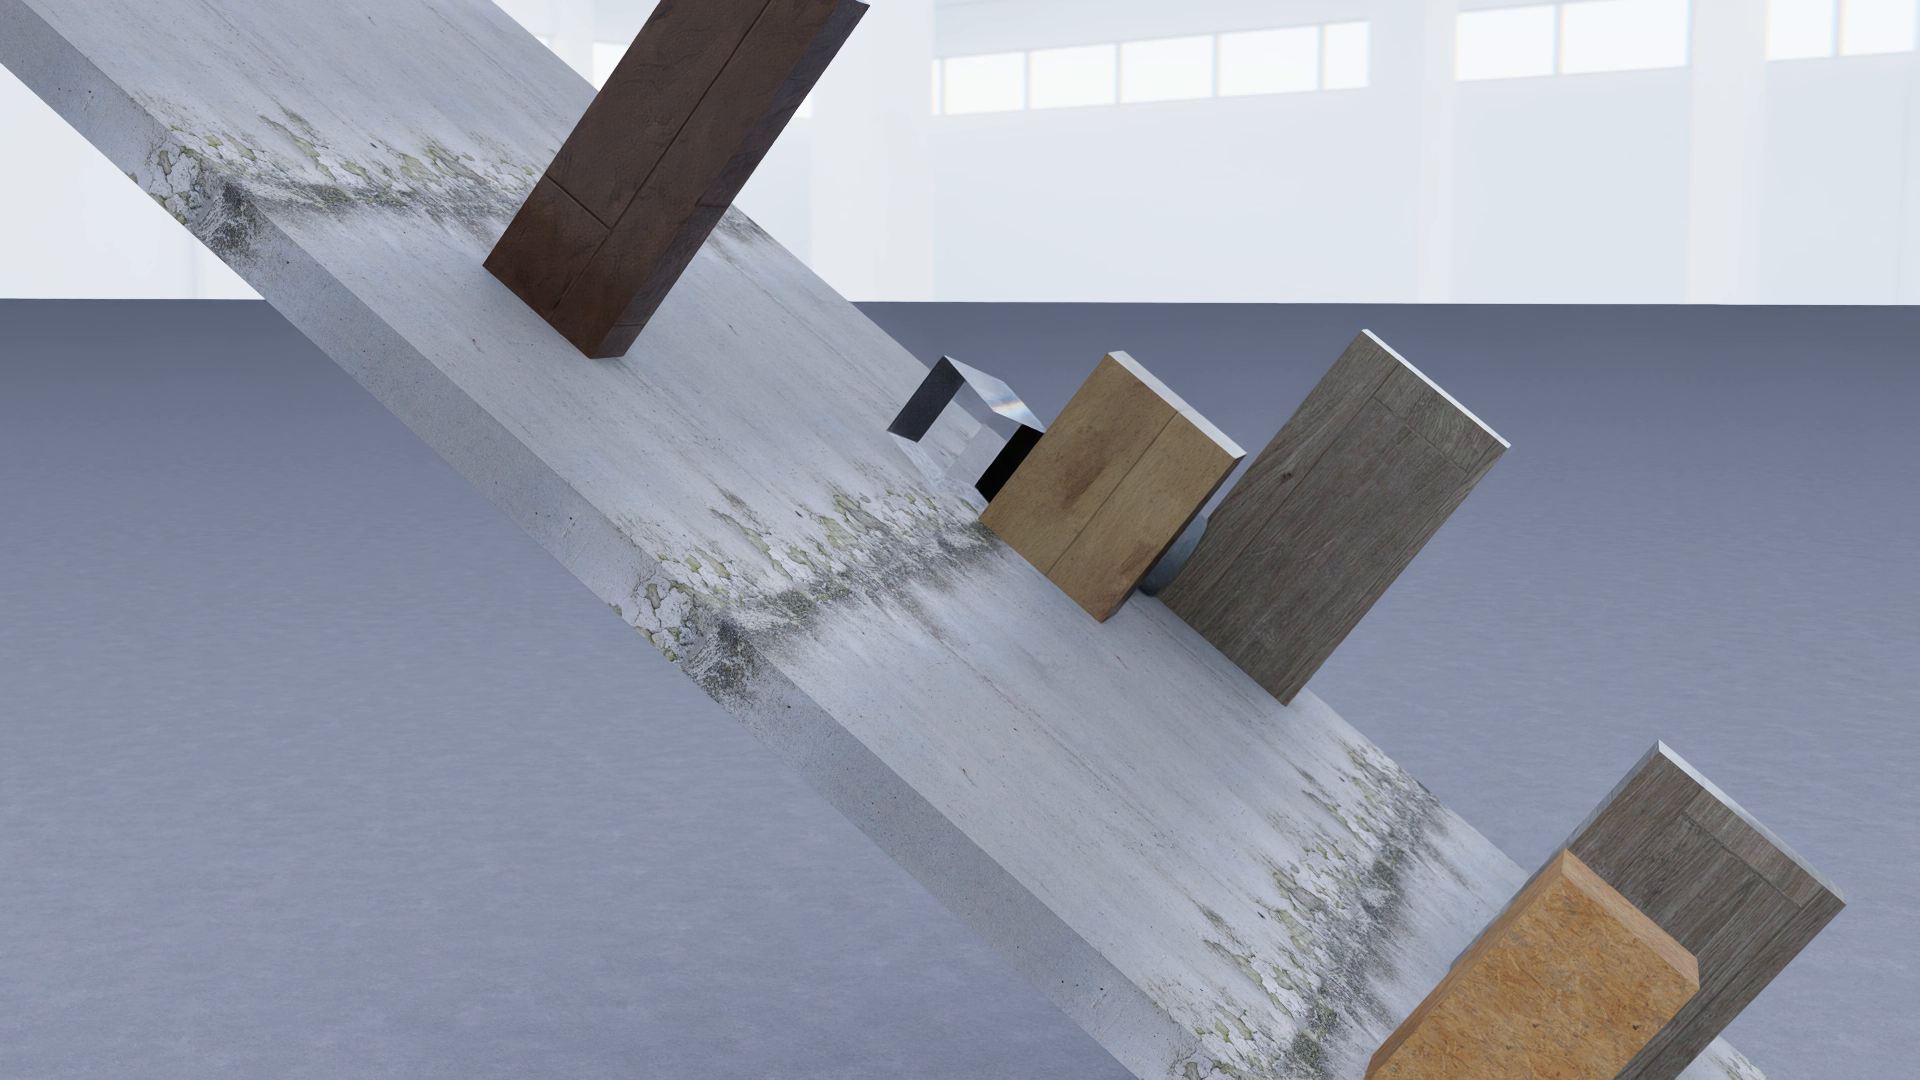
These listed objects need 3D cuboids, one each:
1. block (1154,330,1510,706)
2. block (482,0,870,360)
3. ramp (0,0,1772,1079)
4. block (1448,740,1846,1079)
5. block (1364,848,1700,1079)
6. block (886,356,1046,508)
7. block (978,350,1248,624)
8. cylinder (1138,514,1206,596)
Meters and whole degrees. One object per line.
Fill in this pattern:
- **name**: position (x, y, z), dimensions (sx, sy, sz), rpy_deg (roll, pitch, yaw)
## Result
- **block**: position (0.770, -0.044, 4.620), dimensions (0.380, 0.710, 0.103), rpy_deg (41, 16, 9)
- **block**: position (-0.471, -0.661, 3.613), dimensions (0.248, 0.727, 0.126), rpy_deg (41, 16, 9)
- **ramp**: position (-0.024, 0.076, 4.051), dimensions (4.000, 0.100, 2.000), rpy_deg (41, 16, 9)
- **block**: position (1.172, 0.680, 3.784), dimensions (0.387, 0.547, 0.098), rpy_deg (41, 16, 9)
- **block**: position (0.820, 0.699, 3.174), dimensions (0.240, 0.436, 0.145), rpy_deg (41, 16, 9)
- **block**: position (0.020, -0.212, 4.403), dimensions (0.195, 0.195, 0.195), rpy_deg (20, 24, -48)
- **block**: position (0.298, -0.105, 4.302), dimensions (0.318, 0.417, 0.135), rpy_deg (41, 16, 9)
- **cylinder**: position (0.378, -0.023, 4.639), dimensions (0.203, 0.203, 0.203), rpy_deg (36, 4, -6)
